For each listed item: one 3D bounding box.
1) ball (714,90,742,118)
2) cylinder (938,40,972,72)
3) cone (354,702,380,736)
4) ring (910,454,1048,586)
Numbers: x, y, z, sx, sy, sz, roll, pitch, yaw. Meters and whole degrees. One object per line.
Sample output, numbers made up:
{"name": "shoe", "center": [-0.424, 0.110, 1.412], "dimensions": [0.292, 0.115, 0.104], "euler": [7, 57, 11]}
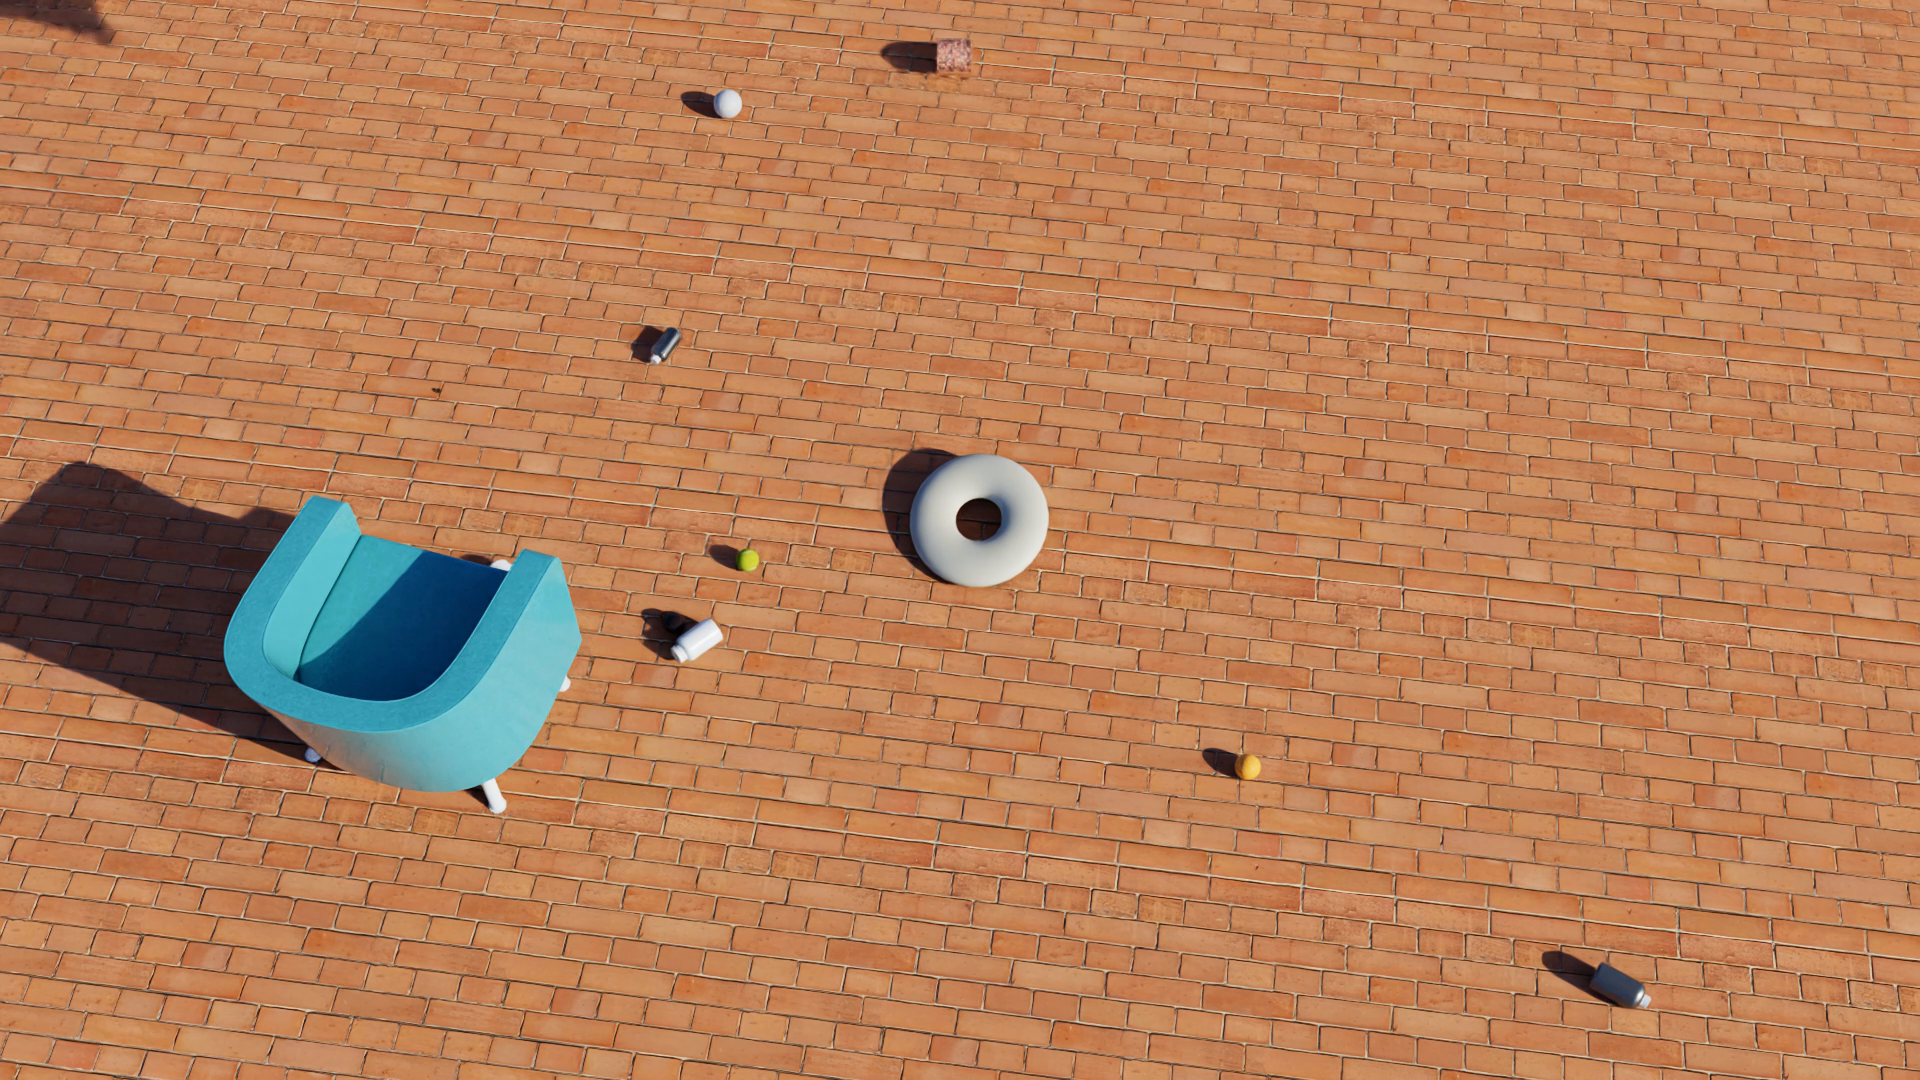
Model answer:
{"name": "ball", "center": [-0.794, -1.491, 7.515], "dimensions": [0.099, 0.099, 0.099], "euler": [0, 56, 0]}
{"name": "cylinder", "center": [-0.021, -1.680, 7.626], "dimensions": [0.117, 0.104, 0.167], "euler": [0, 24, 0]}
{"name": "cone", "center": [-1.692, 0.513, 6.214], "dimensions": [0.073, 0.055, 0.086], "euler": [21, 76, 4]}
{"name": "ring", "center": [0.055, -0.061, 6.538], "dimensions": [0.417, 0.073, 0.451], "euler": [-17, 61, 1]}
